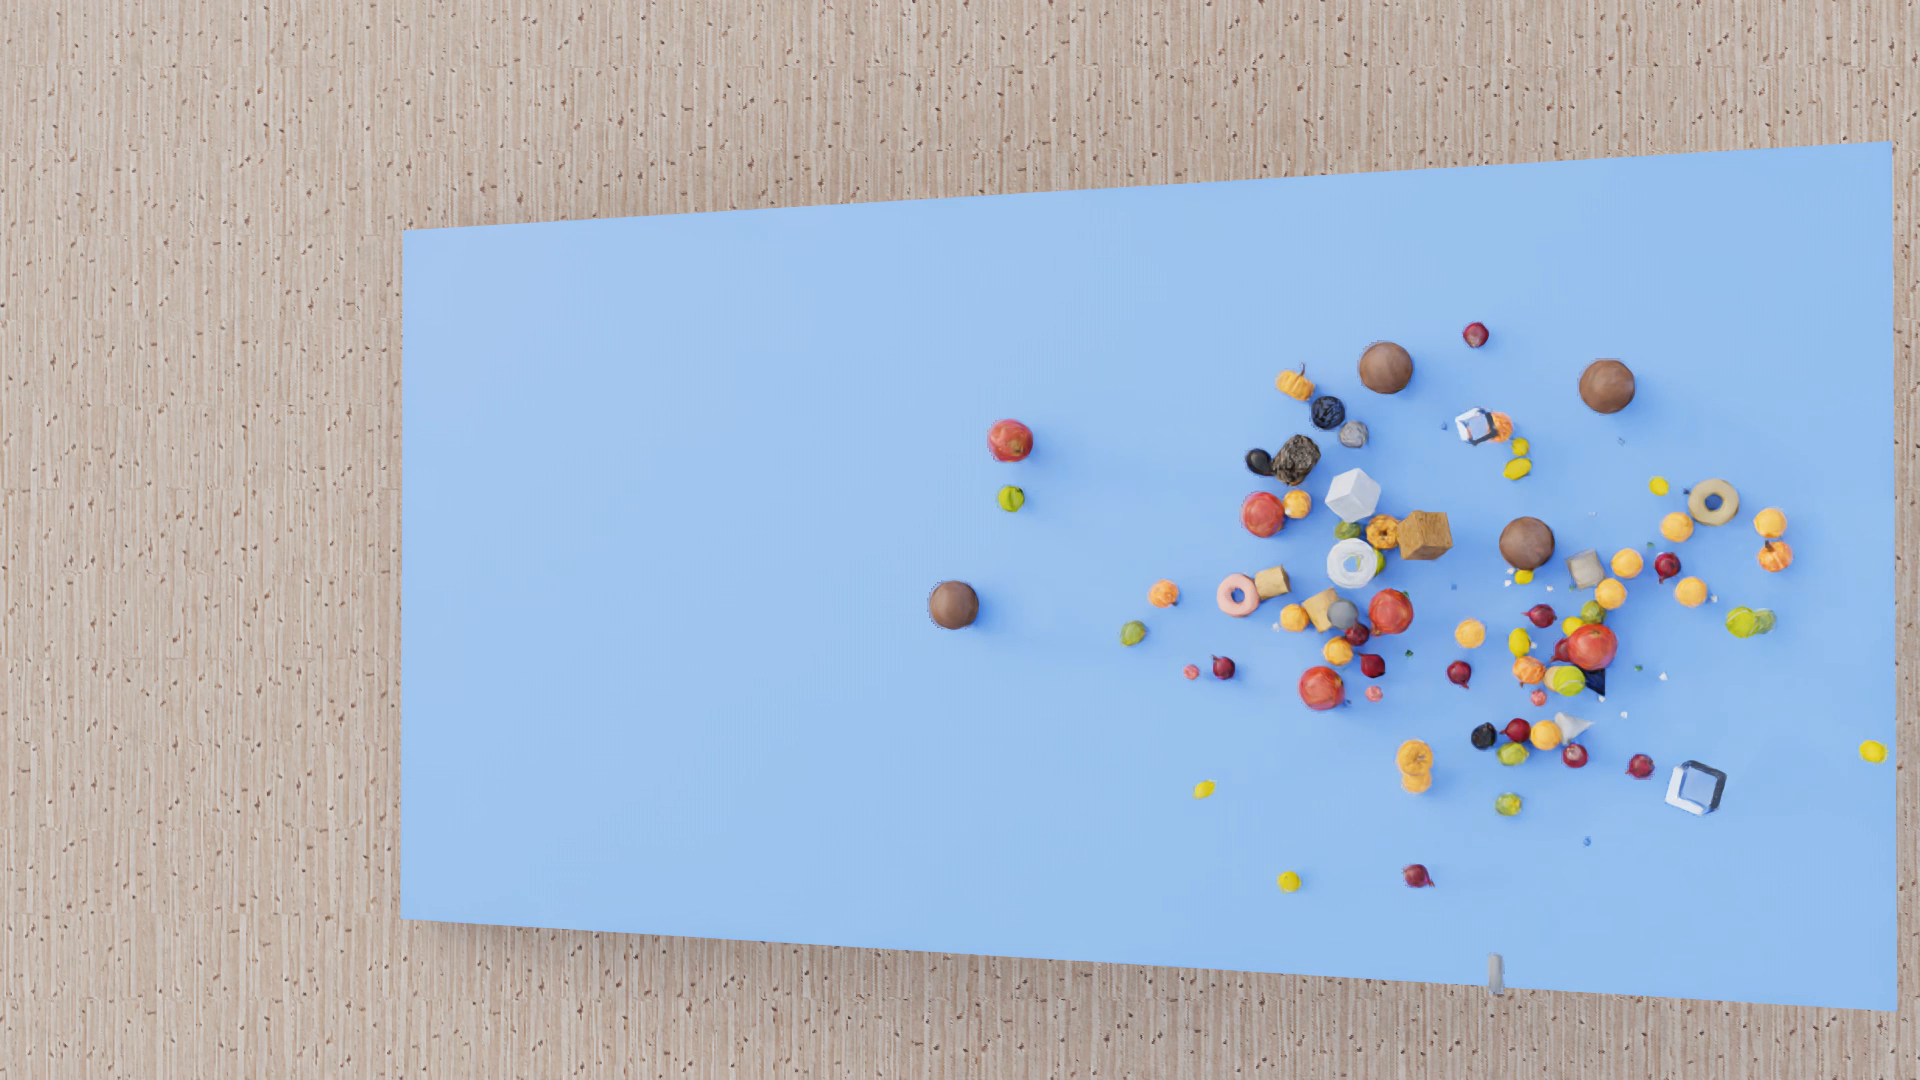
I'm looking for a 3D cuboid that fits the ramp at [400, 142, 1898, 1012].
[{"bbox_3d":[0.280,0.090,5.769,4.000,0.100,2.000,0,89,20],"label":"ramp"}]

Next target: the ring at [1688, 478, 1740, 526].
[{"bbox_3d":[1.769,-0.088,5.162,0.116,0.039,0.116,3,101,18],"label":"ring"}]

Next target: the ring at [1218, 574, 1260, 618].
[{"bbox_3d":[0.702,0.141,5.545,0.112,0.037,0.112,1,92,22],"label":"ring"}]

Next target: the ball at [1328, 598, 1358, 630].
[{"bbox_3d":[0.933,0.180,5.356,0.076,0.076,0.076,0,89,0],"label":"ball"}]

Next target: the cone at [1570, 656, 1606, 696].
[{"bbox_3d":[1.519,0.341,5.251,0.091,0.091,0.091,-37,105,0],"label":"cone"}]

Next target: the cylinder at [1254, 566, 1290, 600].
[{"bbox_3d":[0.781,0.106,5.500,0.071,0.071,0.071,-18,89,19],"label":"cylinder"}]

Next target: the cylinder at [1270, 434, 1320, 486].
[{"bbox_3d":[0.832,-0.197,5.452,0.092,0.092,0.092,9,57,-15],"label":"cylinder"}]

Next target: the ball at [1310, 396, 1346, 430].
[{"bbox_3d":[0.912,-0.315,5.451,0.087,0.087,0.087,0,89,0],"label":"ball"}]

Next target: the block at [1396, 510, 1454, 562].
[{"bbox_3d":[1.127,-0.009,5.335,0.090,0.090,0.090,2,65,-19],"label":"block"}]

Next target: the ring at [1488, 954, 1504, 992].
[{"bbox_3d":[1.251,1.011,5.132,0.031,0.092,0.092,1,89,16],"label":"ring"}]

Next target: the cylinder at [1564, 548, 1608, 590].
[{"bbox_3d":[1.491,0.068,5.239,0.074,0.074,0.074,-27,93,0],"label":"cylinder"}]

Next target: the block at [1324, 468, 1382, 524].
[{"bbox_3d":[0.964,-0.109,5.388,0.085,0.085,0.085,40,54,-21],"label":"block"}]

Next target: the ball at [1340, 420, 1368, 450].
[{"bbox_3d":[0.974,-0.260,5.436,0.071,0.071,0.071,0,89,0],"label":"ball"}]

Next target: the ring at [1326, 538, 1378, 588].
[{"bbox_3d":[0.934,0.057,5.243,0.123,0.041,0.123,-1,103,-6],"label":"ring"}]

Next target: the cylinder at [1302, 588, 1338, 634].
[{"bbox_3d":[0.906,0.174,5.445,0.086,0.086,0.086,-27,82,0],"label":"cylinder"}]

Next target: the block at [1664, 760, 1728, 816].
[{"bbox_3d":[1.714,0.577,5.120,0.091,0.091,0.091,22,72,-1],"label":"block"}]

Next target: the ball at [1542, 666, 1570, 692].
[{"bbox_3d":[1.429,0.332,5.272,0.061,0.061,0.061,0,89,0],"label":"ball"}]

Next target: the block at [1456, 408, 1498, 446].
[{"bbox_3d":[1.234,-0.271,5.253,0.064,0.064,0.064,-25,107,-10],"label":"block"}]
